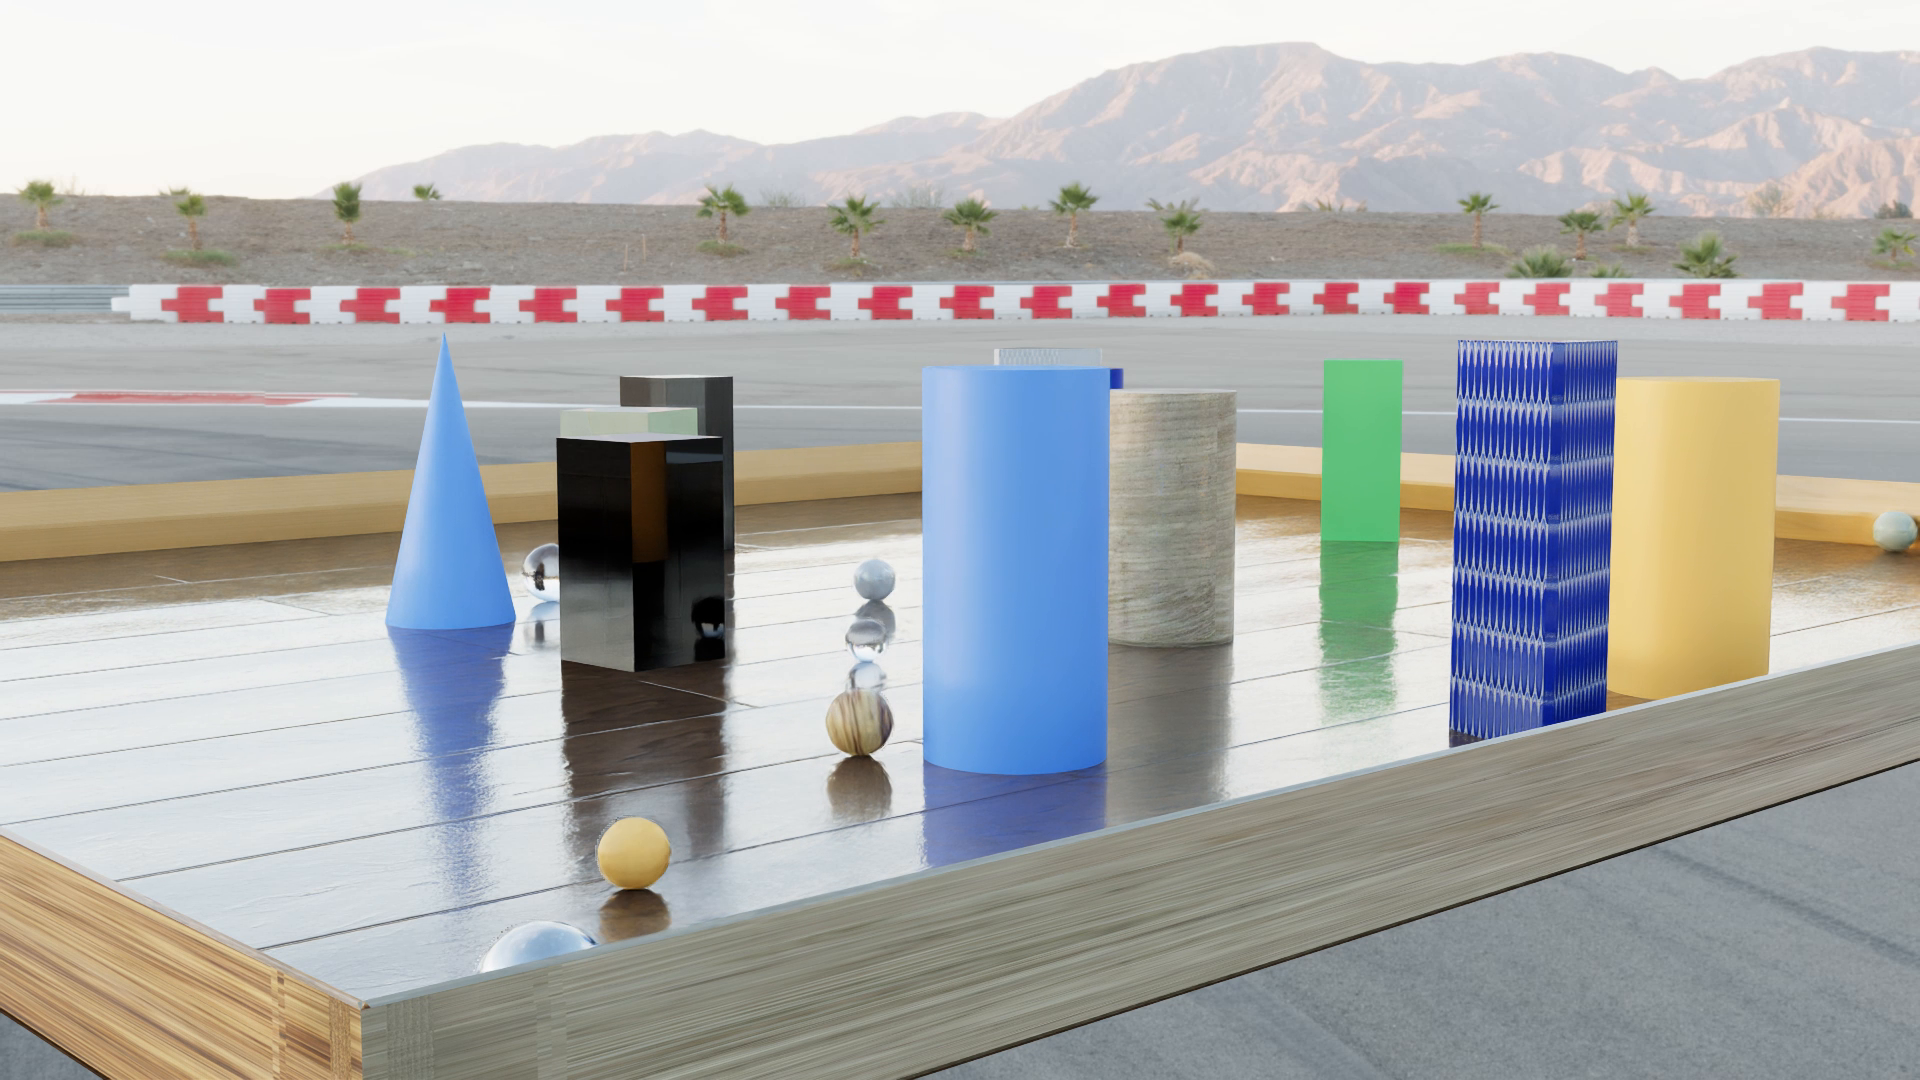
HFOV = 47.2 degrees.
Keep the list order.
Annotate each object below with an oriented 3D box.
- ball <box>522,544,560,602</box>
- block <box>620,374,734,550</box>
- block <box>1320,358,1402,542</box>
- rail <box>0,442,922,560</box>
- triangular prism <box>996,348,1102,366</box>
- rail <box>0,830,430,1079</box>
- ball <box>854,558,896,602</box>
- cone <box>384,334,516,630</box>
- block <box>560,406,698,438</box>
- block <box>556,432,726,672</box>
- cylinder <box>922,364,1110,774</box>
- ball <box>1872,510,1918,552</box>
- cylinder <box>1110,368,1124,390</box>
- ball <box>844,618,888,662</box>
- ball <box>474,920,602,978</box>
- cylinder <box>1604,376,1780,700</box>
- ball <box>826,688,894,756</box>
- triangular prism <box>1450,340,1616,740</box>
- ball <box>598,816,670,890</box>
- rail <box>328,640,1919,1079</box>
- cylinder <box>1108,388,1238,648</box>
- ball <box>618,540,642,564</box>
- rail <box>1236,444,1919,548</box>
[{"bbox_3d":[-0.617,0.050,3.320,0.087,0.087,0.087,0,6,0],"label":"ball"},{"bbox_3d":[-0.515,-0.140,4.011,0.147,0.317,0.147,-5,8,-41],"label":"block"},{"bbox_3d":[0.773,-0.176,4.235,0.147,0.341,0.147,1,6,10],"label":"block"},{"bbox_3d":[-1.009,-0.085,4.419,3.549,0.119,0.045,-6,8,-42],"label":"rail"},{"bbox_3d":[0.111,-0.091,3.242,0.159,0.383,0.137,-2,6,-14],"label":"triangular prism"},{"bbox_3d":[-1.287,0.157,2.152,0.045,0.119,3.022,-6,8,-42],"label":"rail"},{"bbox_3d":[-0.129,0.060,3.323,0.065,0.065,0.065,0,6,0],"label":"ball"},{"bbox_3d":[-0.724,-0.090,3.107,0.183,0.410,0.183,0,6,0],"label":"cone"},{"bbox_3d":[-0.489,-0.048,3.268,0.147,0.292,0.147,2,7,22],"label":"block"},{"bbox_3d":[-0.401,0.011,2.768,0.147,0.281,0.147,6,8,42],"label":"block"},{"bbox_3d":[0.055,0.023,2.167,0.183,0.384,0.183,0,6,0],"label":"cylinder"},{"bbox_3d":[1.698,-0.016,3.993,0.075,0.075,0.075,0,6,0],"label":"ball"},{"bbox_3d":[0.234,-0.181,4.382,0.183,0.321,0.183,0,6,0],"label":"cylinder"},{"bbox_3d":[-0.118,0.126,2.761,0.054,0.054,0.054,0,6,0],"label":"ball"},{"bbox_3d":[-0.246,0.267,1.298,0.083,0.083,0.083,0,6,0],"label":"ball"},{"bbox_3d":[0.846,-0.006,2.547,0.183,0.361,0.183,0,6,0],"label":"cylinder"},{"bbox_3d":[-0.100,0.181,2.181,0.067,0.067,0.067,0,6,0],"label":"ball"},{"bbox_3d":[0.574,0.000,2.266,0.137,0.409,0.159,4,7,36],"label":"triangular prism"},{"bbox_3d":[-0.249,0.240,1.683,0.055,0.055,0.055,0,6,0],"label":"ball"},{"bbox_3d":[1.009,0.147,2.245,3.549,0.119,0.045,-6,8,-42],"label":"rail"},{"bbox_3d":[0.277,-0.034,2.950,0.183,0.332,0.183,0,6,0],"label":"cylinder"},{"bbox_3d":[-0.571,0.021,3.800,0.042,0.042,0.042,0,6,0],"label":"ball"},{"bbox_3d":[1.287,-0.095,4.513,0.045,0.119,3.022,-6,8,-42],"label":"rail"}]
